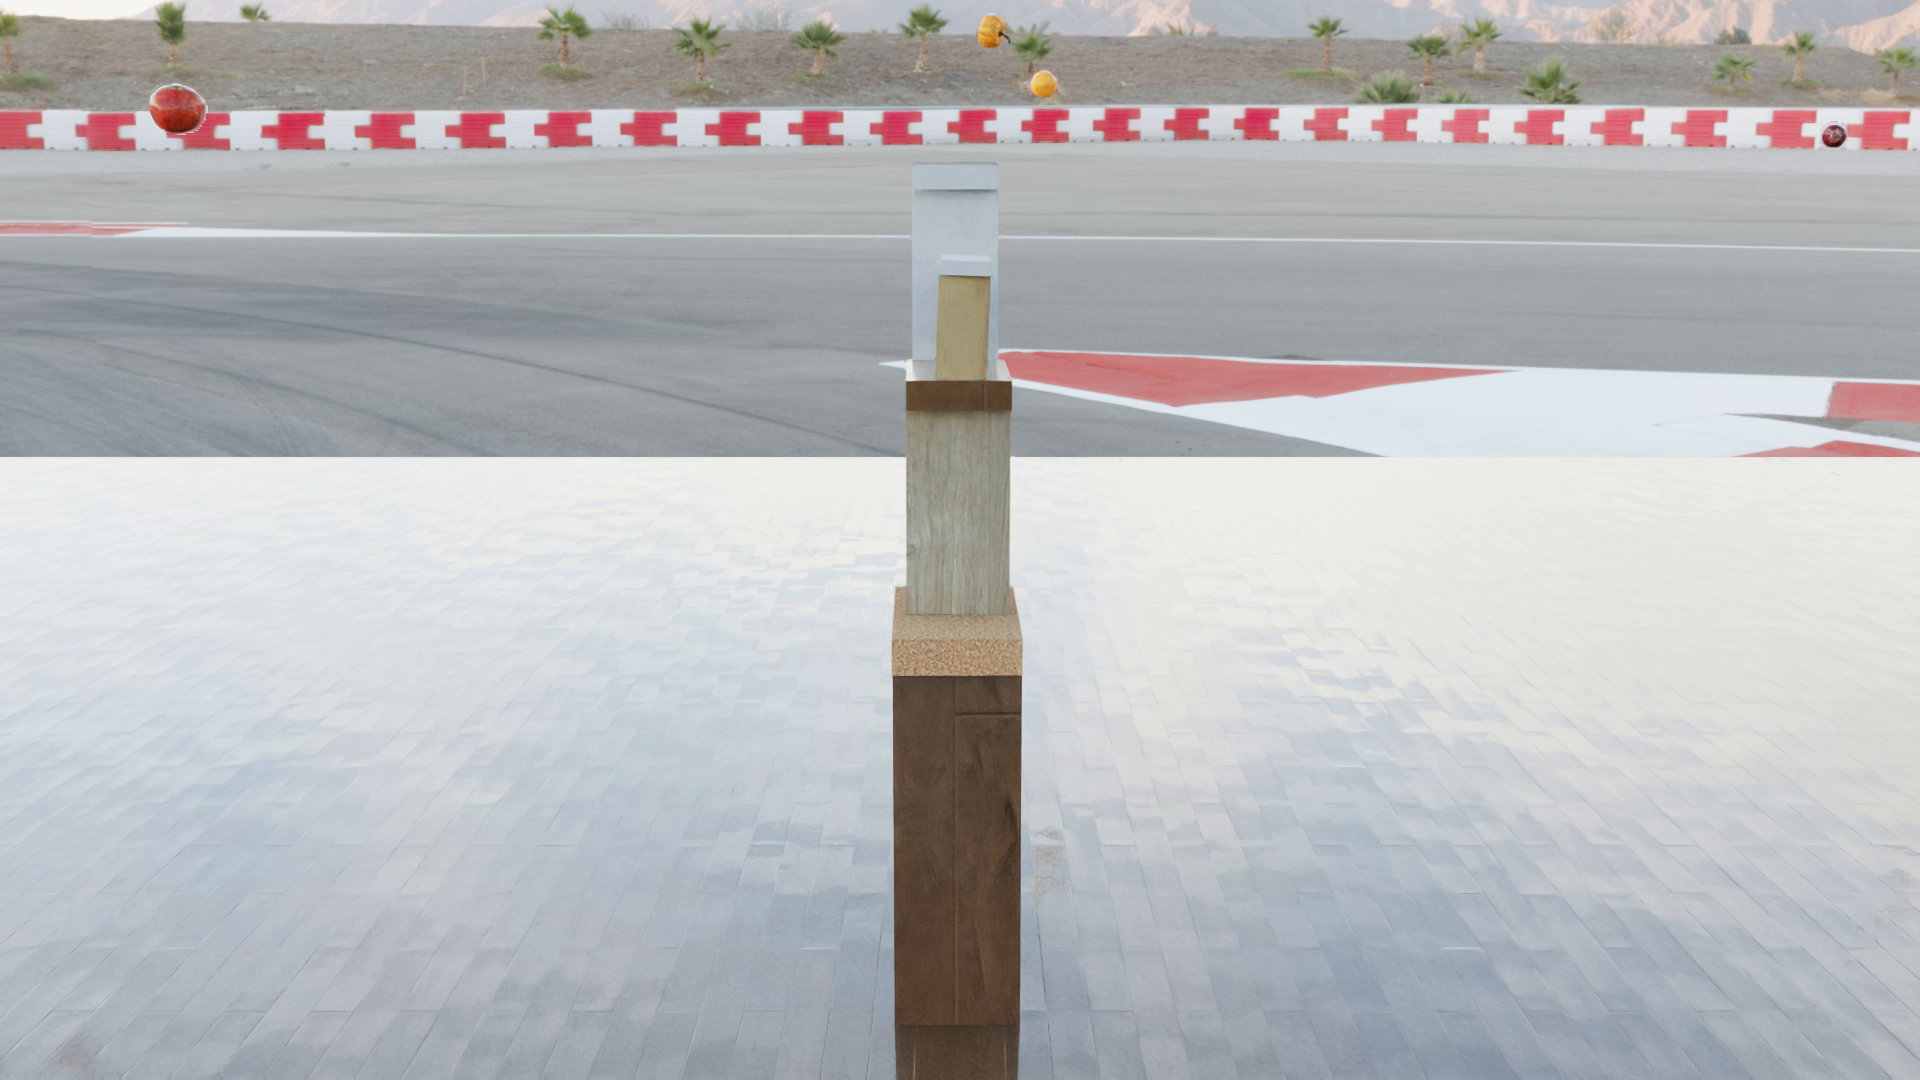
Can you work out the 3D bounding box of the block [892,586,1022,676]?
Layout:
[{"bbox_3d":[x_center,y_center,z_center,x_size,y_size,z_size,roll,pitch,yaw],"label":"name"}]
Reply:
[{"bbox_3d":[-0.006,0.128,3.169,0.179,0.051,0.357,0,10,-1],"label":"block"}]

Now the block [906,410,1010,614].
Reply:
[{"bbox_3d":[-0.003,-0.043,3.138,0.148,0.295,0.042,0,9,-1],"label":"block"}]

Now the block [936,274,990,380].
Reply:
[{"bbox_3d":[0.004,-0.299,3.074,0.072,0.144,0.020,2,9,-1],"label":"block"}]

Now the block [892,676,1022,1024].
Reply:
[{"bbox_3d":[-0.004,0.430,3.107,0.179,0.521,0.051,0,11,0],"label":"block"}]

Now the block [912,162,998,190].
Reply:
[{"bbox_3d":[-0.007,-0.563,3.391,0.129,0.036,0.257,0,11,0],"label":"block"}]

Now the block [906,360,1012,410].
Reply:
[{"bbox_3d":[-0.004,-0.227,3.209,0.148,0.042,0.295,0,10,-1],"label":"block"}]

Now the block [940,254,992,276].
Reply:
[{"bbox_3d":[0.008,-0.388,3.108,0.072,0.020,0.144,2,10,-1],"label":"block"}]

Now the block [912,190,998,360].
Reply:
[{"bbox_3d":[-0.008,-0.403,3.336,0.129,0.257,0.036,0,11,-1],"label":"block"}]

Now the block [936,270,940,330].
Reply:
[{"bbox_3d":[0.003,-0.316,3.169,0.072,0.144,0.020,2,9,-1],"label":"block"}]
